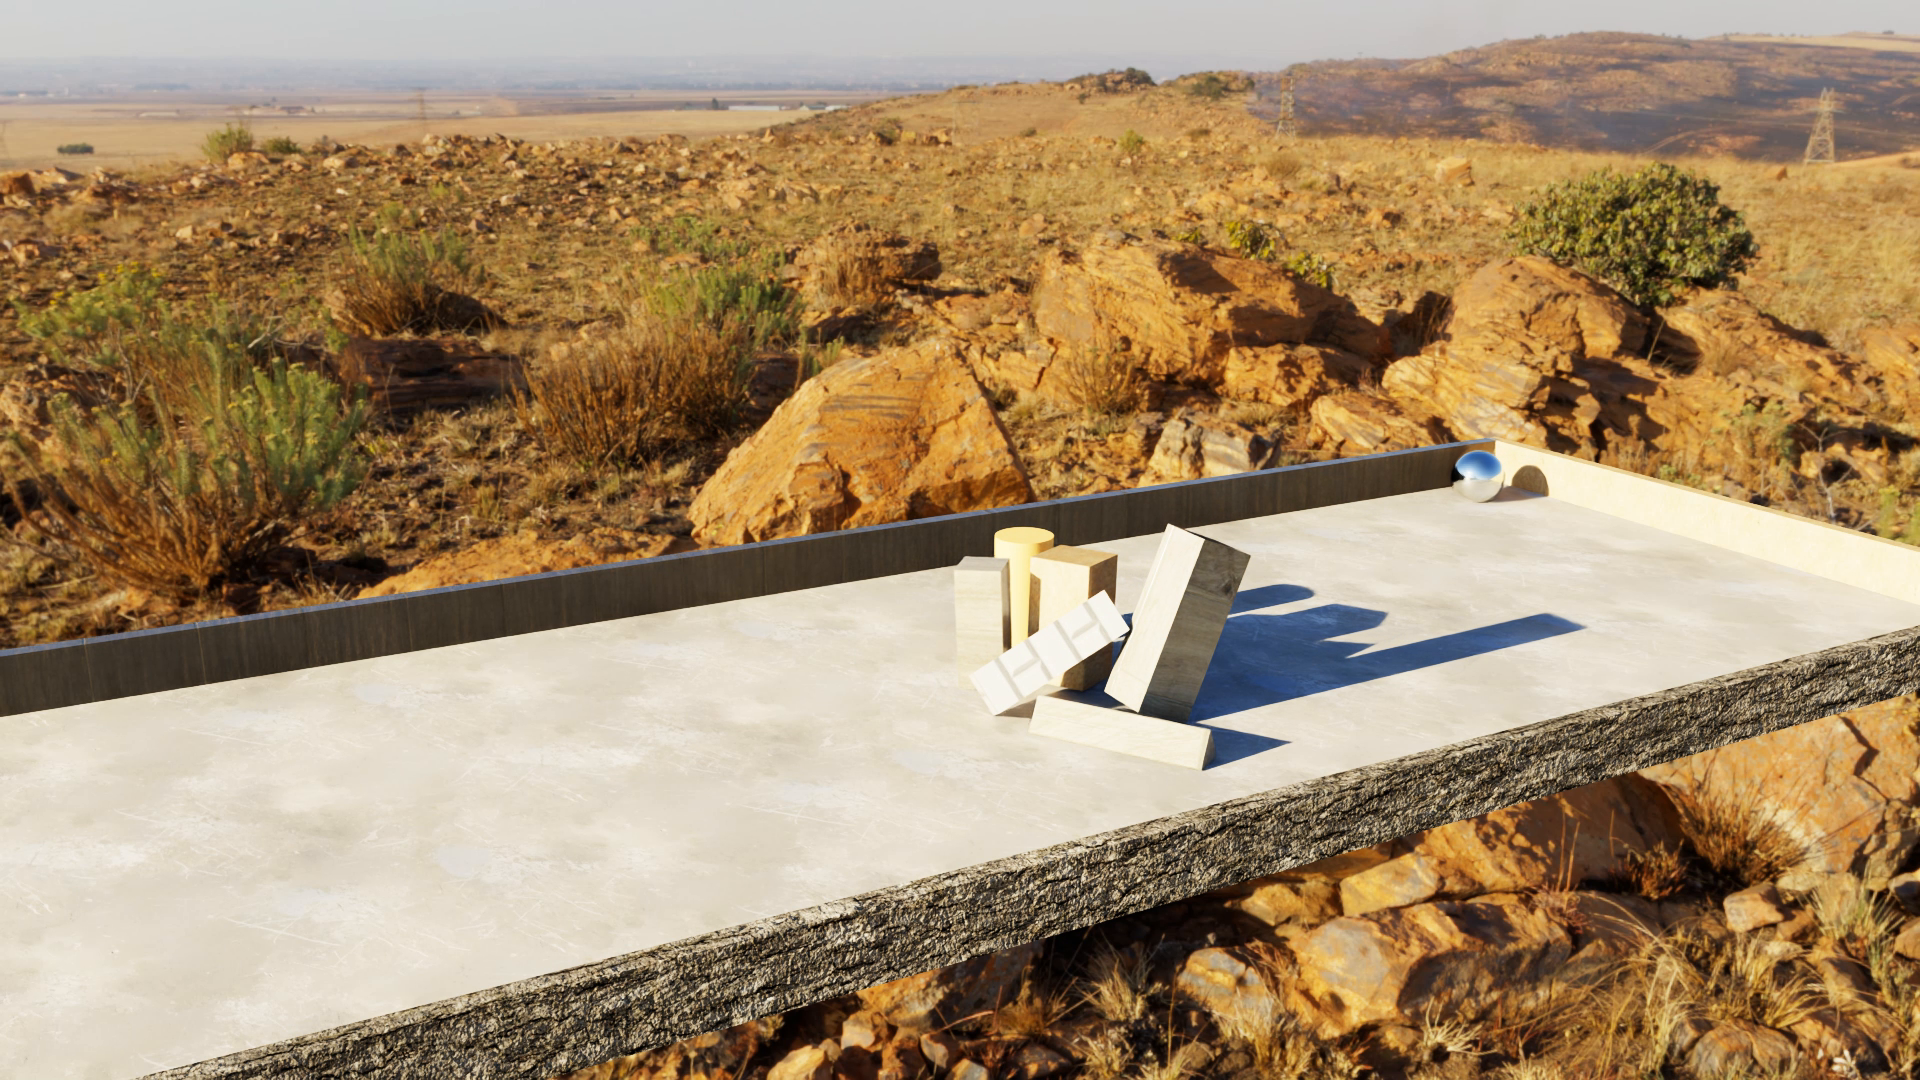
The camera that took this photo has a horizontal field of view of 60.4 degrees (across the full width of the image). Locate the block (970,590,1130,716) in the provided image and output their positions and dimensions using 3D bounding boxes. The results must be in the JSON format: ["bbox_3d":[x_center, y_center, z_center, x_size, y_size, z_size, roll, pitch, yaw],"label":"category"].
[{"bbox_3d":[0.210,0.268,3.914,0.368,0.111,0.111,-32,-4,-10],"label":"block"}]

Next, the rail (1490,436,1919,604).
[{"bbox_3d":[2.466,-0.048,5.253,0.050,0.150,2.100,-9,18,-27],"label":"rail"}]

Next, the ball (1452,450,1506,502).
[{"bbox_3d":[1.822,-0.225,5.798,0.182,0.182,0.182,0,16,0],"label":"ball"}]

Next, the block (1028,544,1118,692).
[{"bbox_3d":[0.279,0.192,4.125,0.161,0.316,0.161,10,15,30],"label":"block"}]

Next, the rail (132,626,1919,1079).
[{"bbox_3d":[-2.336,1.006,1.665,12.000,0.150,0.050,-9,18,-27],"label":"rail"}]

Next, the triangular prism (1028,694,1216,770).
[{"bbox_3d":[0.368,0.428,3.750,0.425,0.079,0.092,9,18,28],"label":"triangular prism"}]

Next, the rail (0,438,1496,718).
[{"bbox_3d":[-3.305,0.497,3.399,12.000,0.150,0.050,-9,18,-27],"label":"rail"}]

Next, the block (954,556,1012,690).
[{"bbox_3d":[0.060,0.207,4.096,0.116,0.308,0.116,2,16,13],"label":"block"}]

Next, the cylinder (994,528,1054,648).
[{"bbox_3d":[0.168,0.135,4.352,0.154,0.307,0.154,0,16,0],"label":"cylinder"}]

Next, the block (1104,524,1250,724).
[{"bbox_3d":[0.511,0.198,3.882,0.147,0.427,0.147,17,6,-31],"label":"block"}]
